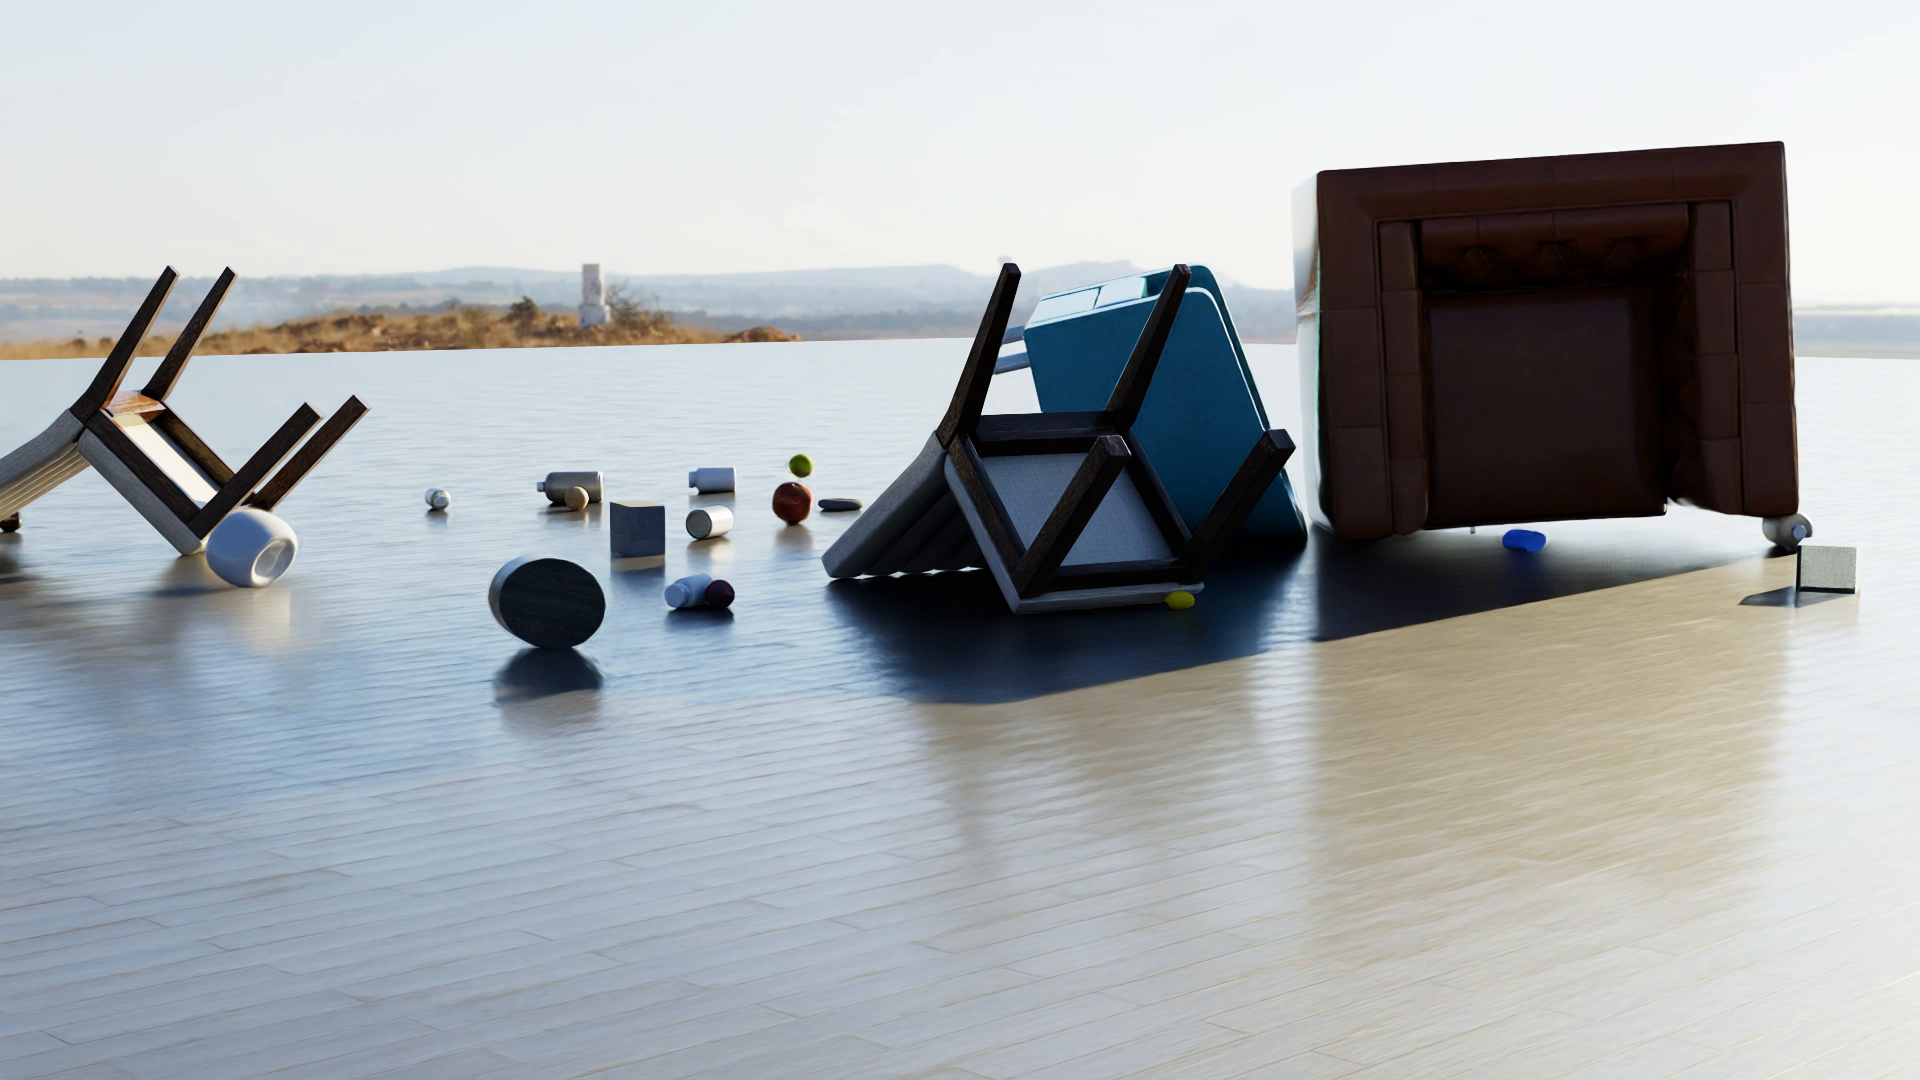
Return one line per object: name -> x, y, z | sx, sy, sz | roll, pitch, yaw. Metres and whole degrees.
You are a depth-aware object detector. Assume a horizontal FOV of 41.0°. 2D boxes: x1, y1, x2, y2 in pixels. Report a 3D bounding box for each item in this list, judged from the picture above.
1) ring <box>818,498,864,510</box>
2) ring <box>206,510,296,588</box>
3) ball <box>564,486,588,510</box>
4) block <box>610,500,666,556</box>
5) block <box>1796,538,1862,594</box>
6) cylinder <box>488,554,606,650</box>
ring -> -0.337, -0.101, 7.257 | 0.130, 0.029, 0.102 | 2, 5, 9
ring -> -1.510, 0.020, 5.467 | 0.128, 0.155, 0.190 | 26, 37, 22
ball -> -1.080, -0.117, 7.223 | 0.066, 0.066, 0.066 | 0, 6, 0
block -> -0.771, -0.029, 6.131 | 0.086, 0.116, 0.161 | -3, 7, -25
block -> 1.833, 0.054, 5.409 | 0.118, 0.098, 0.157 | 3, 6, 23
cylinder -> -0.734, 0.109, 4.560 | 0.194, 0.161, 0.081 | 15, -1, -24
